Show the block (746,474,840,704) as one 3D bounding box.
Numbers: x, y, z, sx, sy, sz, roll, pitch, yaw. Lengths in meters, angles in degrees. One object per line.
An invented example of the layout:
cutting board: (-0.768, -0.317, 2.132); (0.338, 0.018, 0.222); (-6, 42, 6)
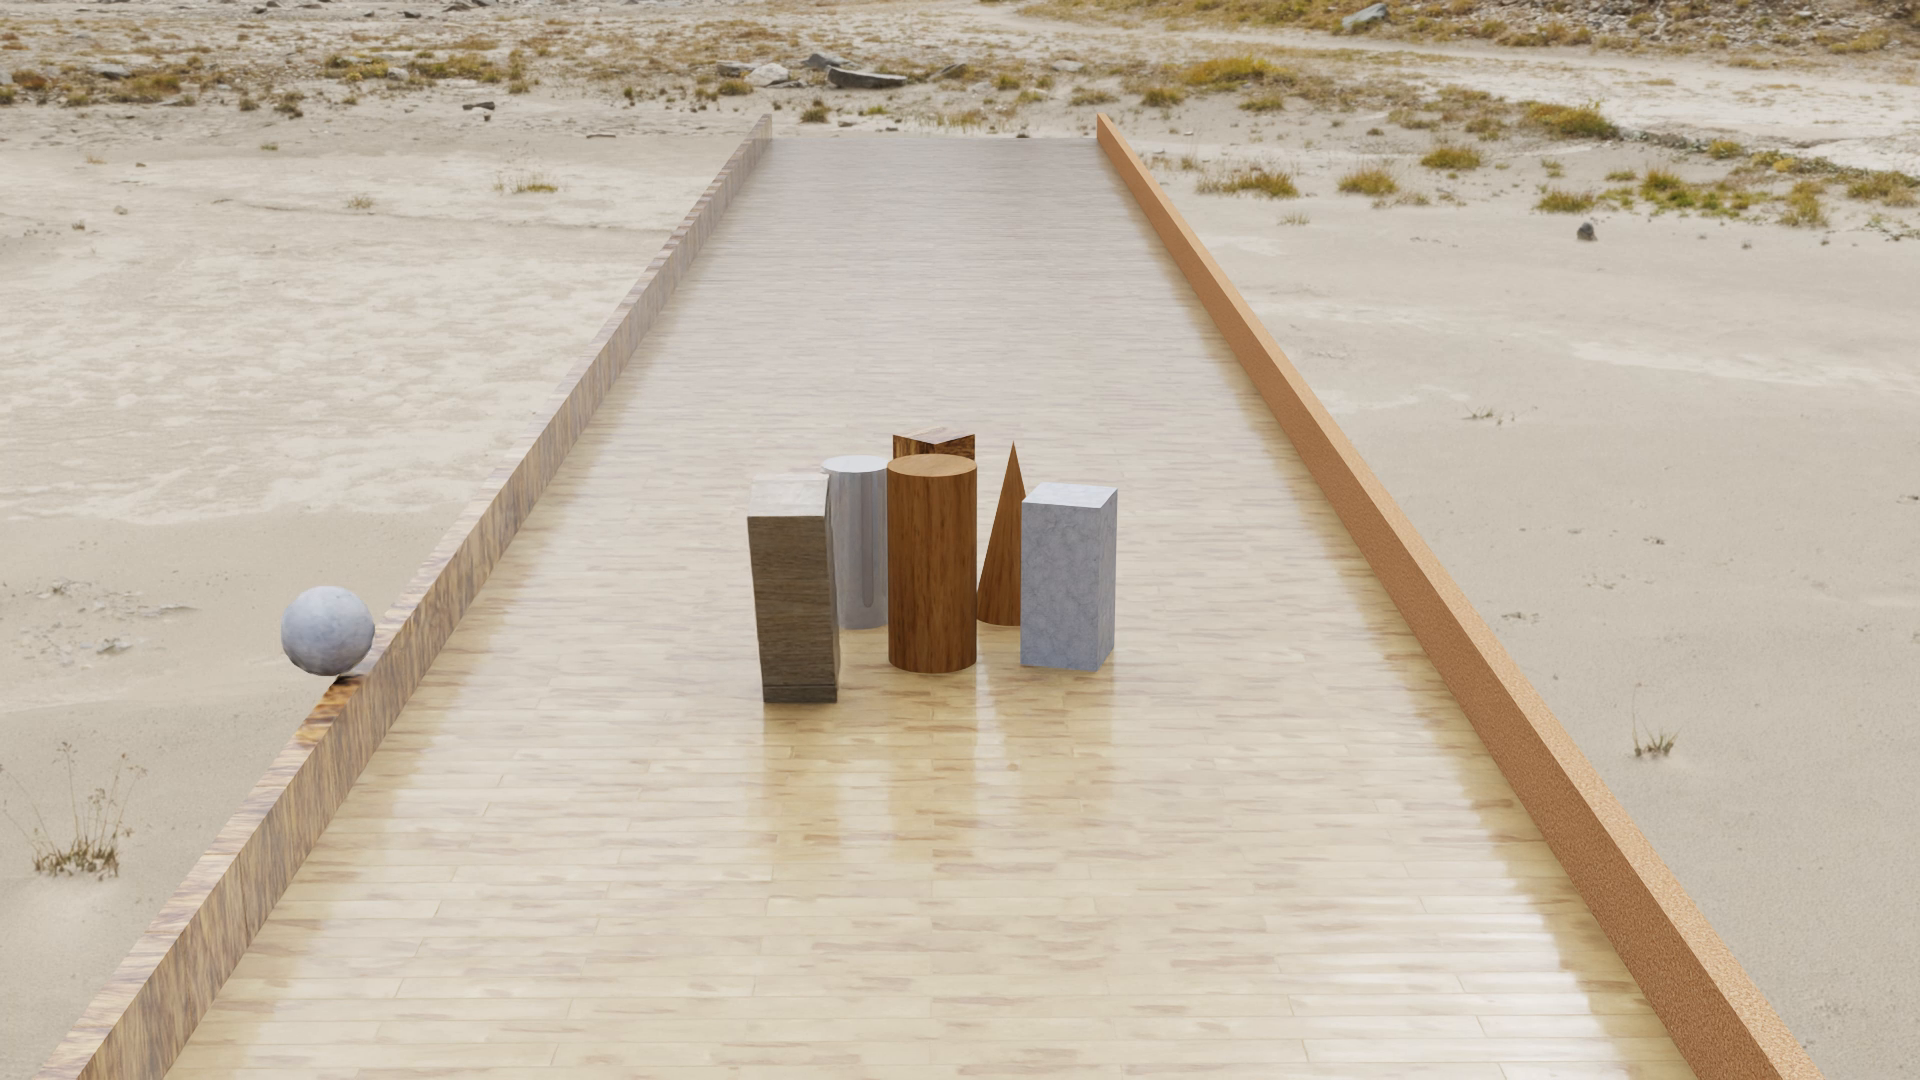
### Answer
block: (-0.308, 0.094, 4.121); (0.139, 0.425, 0.139); (-1, 34, 1)

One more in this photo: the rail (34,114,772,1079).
rail: (-1.118, -0.838, 7.780); (0.050, 0.150, 12.000); (0, 17, -1)

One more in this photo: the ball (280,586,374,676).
ball: (-1.117, 0.160, 3.882); (0.161, 0.161, 0.161); (0, 17, 0)

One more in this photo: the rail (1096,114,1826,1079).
rail: (0.932, -0.844, 7.801); (0.050, 0.150, 12.000); (0, 17, -1)

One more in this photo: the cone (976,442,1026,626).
cone: (0.112, -0.026, 4.647); (0.171, 0.381, 0.171); (0, 17, 0)

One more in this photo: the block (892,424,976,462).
block: (-0.057, -0.069, 4.861); (0.127, 0.340, 0.127); (15, 22, 41)

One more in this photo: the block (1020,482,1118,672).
block: (0.218, 0.072, 4.395); (0.157, 0.337, 0.157); (5, 17, 16)

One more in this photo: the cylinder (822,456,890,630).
cylinder: (-0.216, 0.004, 4.618); (0.144, 0.340, 0.144); (0, 17, 0)

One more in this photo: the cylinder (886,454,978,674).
cylinder: (-0.055, 0.046, 4.368); (0.177, 0.402, 0.177); (0, 17, 0)
